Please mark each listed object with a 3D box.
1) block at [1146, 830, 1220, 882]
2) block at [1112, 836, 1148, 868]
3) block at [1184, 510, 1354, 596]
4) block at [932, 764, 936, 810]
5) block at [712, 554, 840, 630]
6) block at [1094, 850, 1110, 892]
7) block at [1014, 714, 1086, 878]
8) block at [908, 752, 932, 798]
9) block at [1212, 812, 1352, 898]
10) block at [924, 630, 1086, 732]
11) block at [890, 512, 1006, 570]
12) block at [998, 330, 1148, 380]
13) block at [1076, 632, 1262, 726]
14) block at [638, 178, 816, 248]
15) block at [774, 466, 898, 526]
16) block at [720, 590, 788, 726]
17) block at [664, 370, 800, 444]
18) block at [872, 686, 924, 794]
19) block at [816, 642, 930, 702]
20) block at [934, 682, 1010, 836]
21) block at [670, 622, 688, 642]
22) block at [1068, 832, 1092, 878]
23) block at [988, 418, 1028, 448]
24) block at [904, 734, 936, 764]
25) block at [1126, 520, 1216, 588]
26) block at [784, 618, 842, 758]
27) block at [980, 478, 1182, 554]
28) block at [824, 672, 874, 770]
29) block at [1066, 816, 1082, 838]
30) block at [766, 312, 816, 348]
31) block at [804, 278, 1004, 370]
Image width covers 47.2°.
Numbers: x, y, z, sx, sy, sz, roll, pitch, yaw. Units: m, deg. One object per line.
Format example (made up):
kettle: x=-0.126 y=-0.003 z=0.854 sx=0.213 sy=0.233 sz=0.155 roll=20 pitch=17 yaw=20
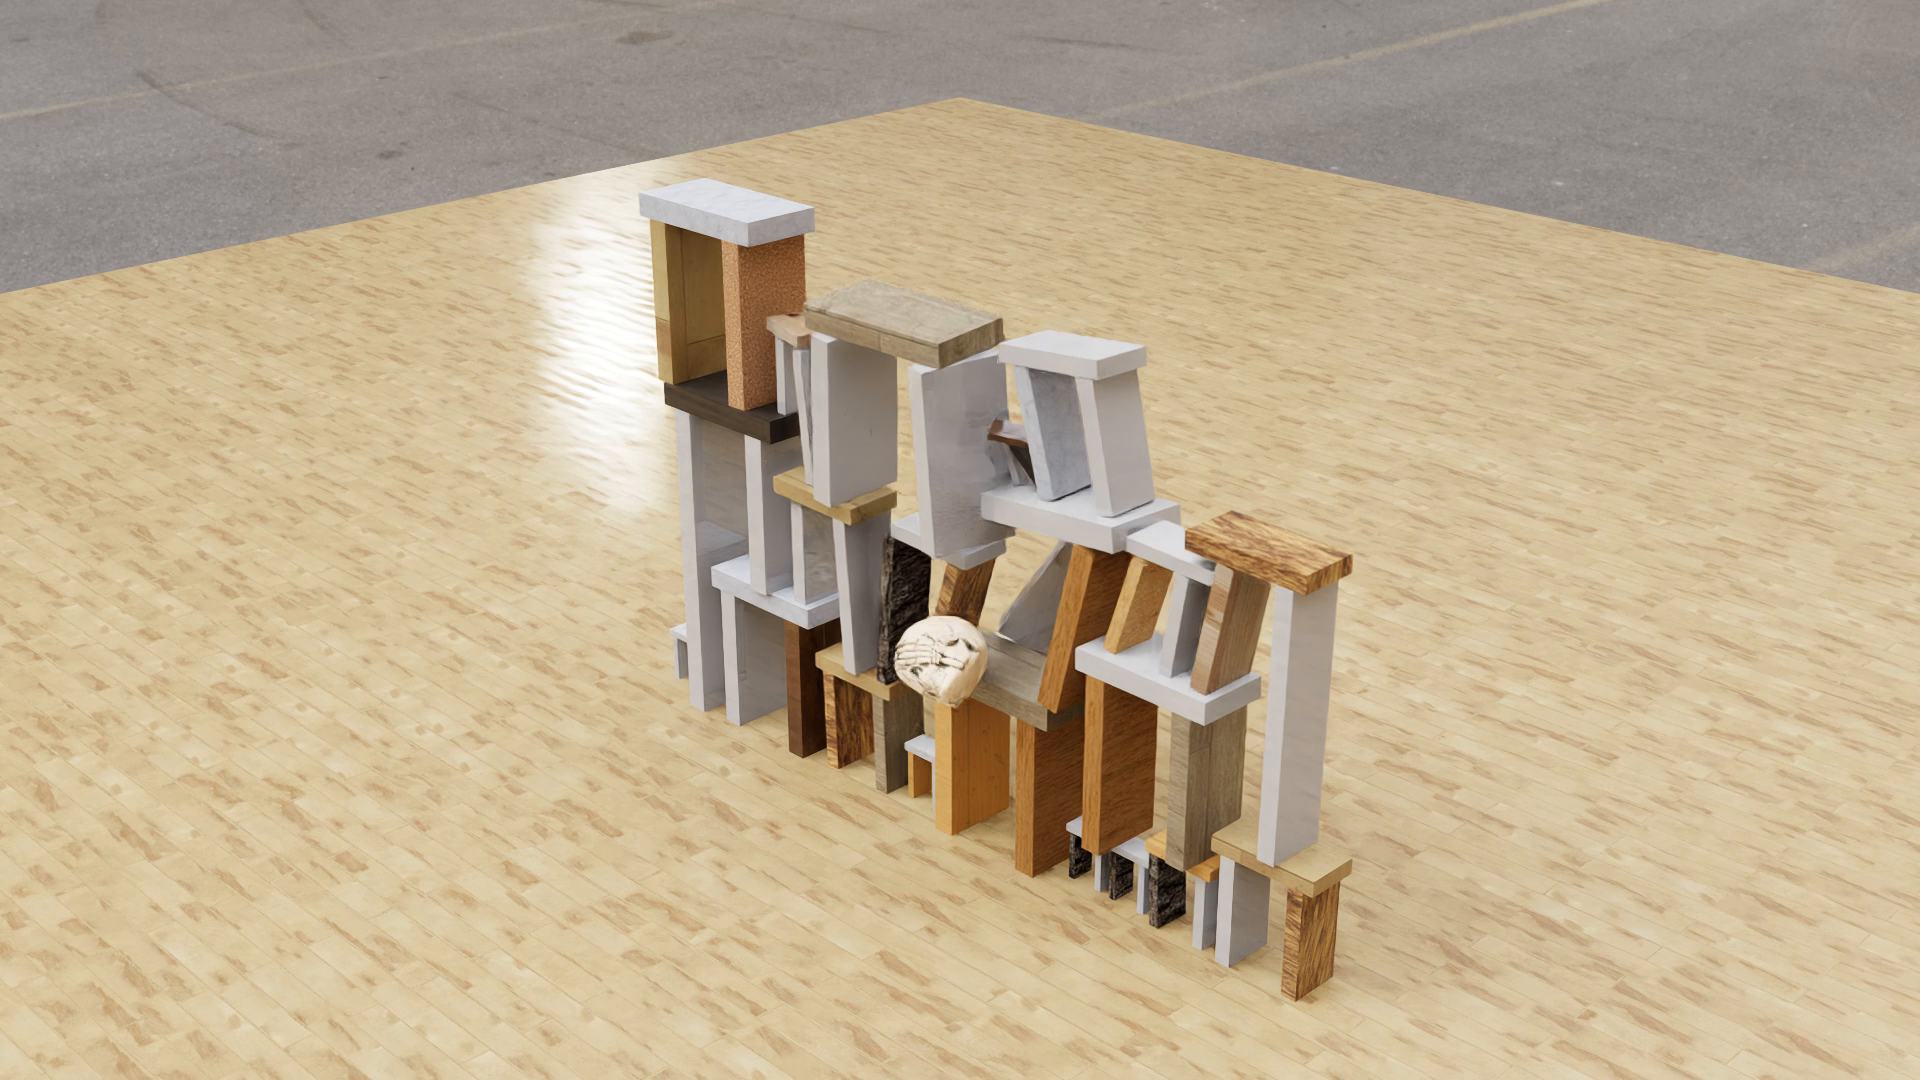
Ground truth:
block: x=0.420 y=0.570 z=3.996 sx=0.077 sy=0.022 sz=0.153 roll=-21 pitch=31 yaw=-40
block: x=0.329 y=0.579 z=4.109 sx=0.052 sy=0.015 sz=0.104 roll=-21 pitch=31 yaw=-40
block: x=0.514 y=0.019 z=3.676 sx=0.254 sy=0.036 sz=0.127 roll=22 pitch=32 yaw=40
block: x=-0.032 y=0.492 z=4.466 sx=0.015 sy=0.105 sz=0.053 roll=21 pitch=31 yaw=41
block: x=-0.368 y=0.100 z=4.670 sx=0.312 sy=0.044 sz=0.156 roll=21 pitch=31 yaw=41
block: x=0.279 y=0.616 z=4.183 sx=0.014 sy=0.099 sz=0.050 roll=21 pitch=31 yaw=41
block: x=0.181 y=0.470 z=4.233 sx=0.164 sy=0.329 sz=0.047 roll=-21 pitch=31 yaw=-41
block: x=-0.082 y=0.473 z=4.512 sx=0.015 sy=0.105 sz=0.053 roll=21 pitch=31 yaw=41
block: x=0.563 y=0.550 z=3.854 sx=0.222 sy=0.031 sz=0.111 roll=21 pitch=31 yaw=41
block: x=0.103 y=0.267 z=4.232 sx=0.329 sy=0.047 sz=0.164 roll=21 pitch=31 yaw=41
block: x=-0.023 y=-0.004 z=4.225 sx=0.106 sy=0.030 sz=0.212 roll=-23 pitch=33 yaw=-37
block: x=0.199 y=-0.330 z=3.914 sx=0.124 sy=0.035 sz=0.248 roll=-19 pitch=23 yaw=-38
block: x=0.369 y=0.236 z=3.920 sx=0.153 sy=0.043 sz=0.305 roll=-20 pitch=30 yaw=-39
block: x=-0.475 y=-0.667 z=4.462 sx=0.174 sy=0.049 sz=0.347 roll=-21 pitch=31 yaw=-41
block: x=-0.251 y=-0.097 z=4.407 sx=0.121 sy=0.034 sz=0.242 roll=-24 pitch=32 yaw=-37
block: x=-0.441 y=0.235 z=4.807 sx=0.044 sy=0.312 sz=0.156 roll=21 pitch=31 yaw=41
block: x=-0.441 y=-0.286 z=4.578 sx=0.172 sy=0.049 sz=0.344 roll=-21 pitch=31 yaw=-41
block: x=-0.125 y=0.400 z=4.526 sx=0.112 sy=0.224 sz=0.032 roll=-23 pitch=32 yaw=-39
block: x=-0.180 y=0.263 z=4.522 sx=0.112 sy=0.032 sz=0.224 roll=-23 pitch=32 yaw=-39
block: x=0.026 y=0.409 z=4.376 sx=0.164 sy=0.328 sz=0.047 roll=-21 pitch=31 yaw=-40
block: x=-0.602 y=0.215 z=4.968 sx=0.104 sy=0.015 sz=0.052 roll=21 pitch=31 yaw=41
block: x=0.232 y=0.597 z=4.226 sx=0.014 sy=0.099 sz=0.049 roll=21 pitch=31 yaw=41
block: x=0.103 y=-0.193 z=4.040 sx=0.096 sy=0.014 sz=0.048 roll=13 pitch=39 yaw=9
block: x=-0.057 y=0.427 z=4.465 sx=0.105 sy=0.015 sz=0.053 roll=21 pitch=31 yaw=41
block: x=0.396 y=0.023 z=3.807 sx=0.100 sy=0.028 sz=0.200 roll=-24 pitch=35 yaw=-39
block: x=-0.294 y=0.293 z=4.671 sx=0.044 sy=0.312 sz=0.156 roll=21 pitch=31 yaw=41
block: x=0.217 y=-0.053 z=4.005 sx=0.172 sy=0.049 sz=0.345 roll=-18 pitch=23 yaw=-37
block: x=-0.230 y=0.359 z=4.624 sx=0.112 sy=0.224 sz=0.032 roll=-23 pitch=32 yaw=-40
block: x=0.255 y=0.555 z=4.182 sx=0.099 sy=0.014 sz=0.049 roll=21 pitch=31 yaw=41
block: x=-0.313 y=-0.417 z=4.353 sx=0.085 sy=0.024 sz=0.169 roll=-12 pitch=23 yaw=-22
block: x=-0.107 y=-0.408 z=4.124 sx=0.352 sy=0.050 sz=0.176 roll=21 pitch=34 yaw=38
